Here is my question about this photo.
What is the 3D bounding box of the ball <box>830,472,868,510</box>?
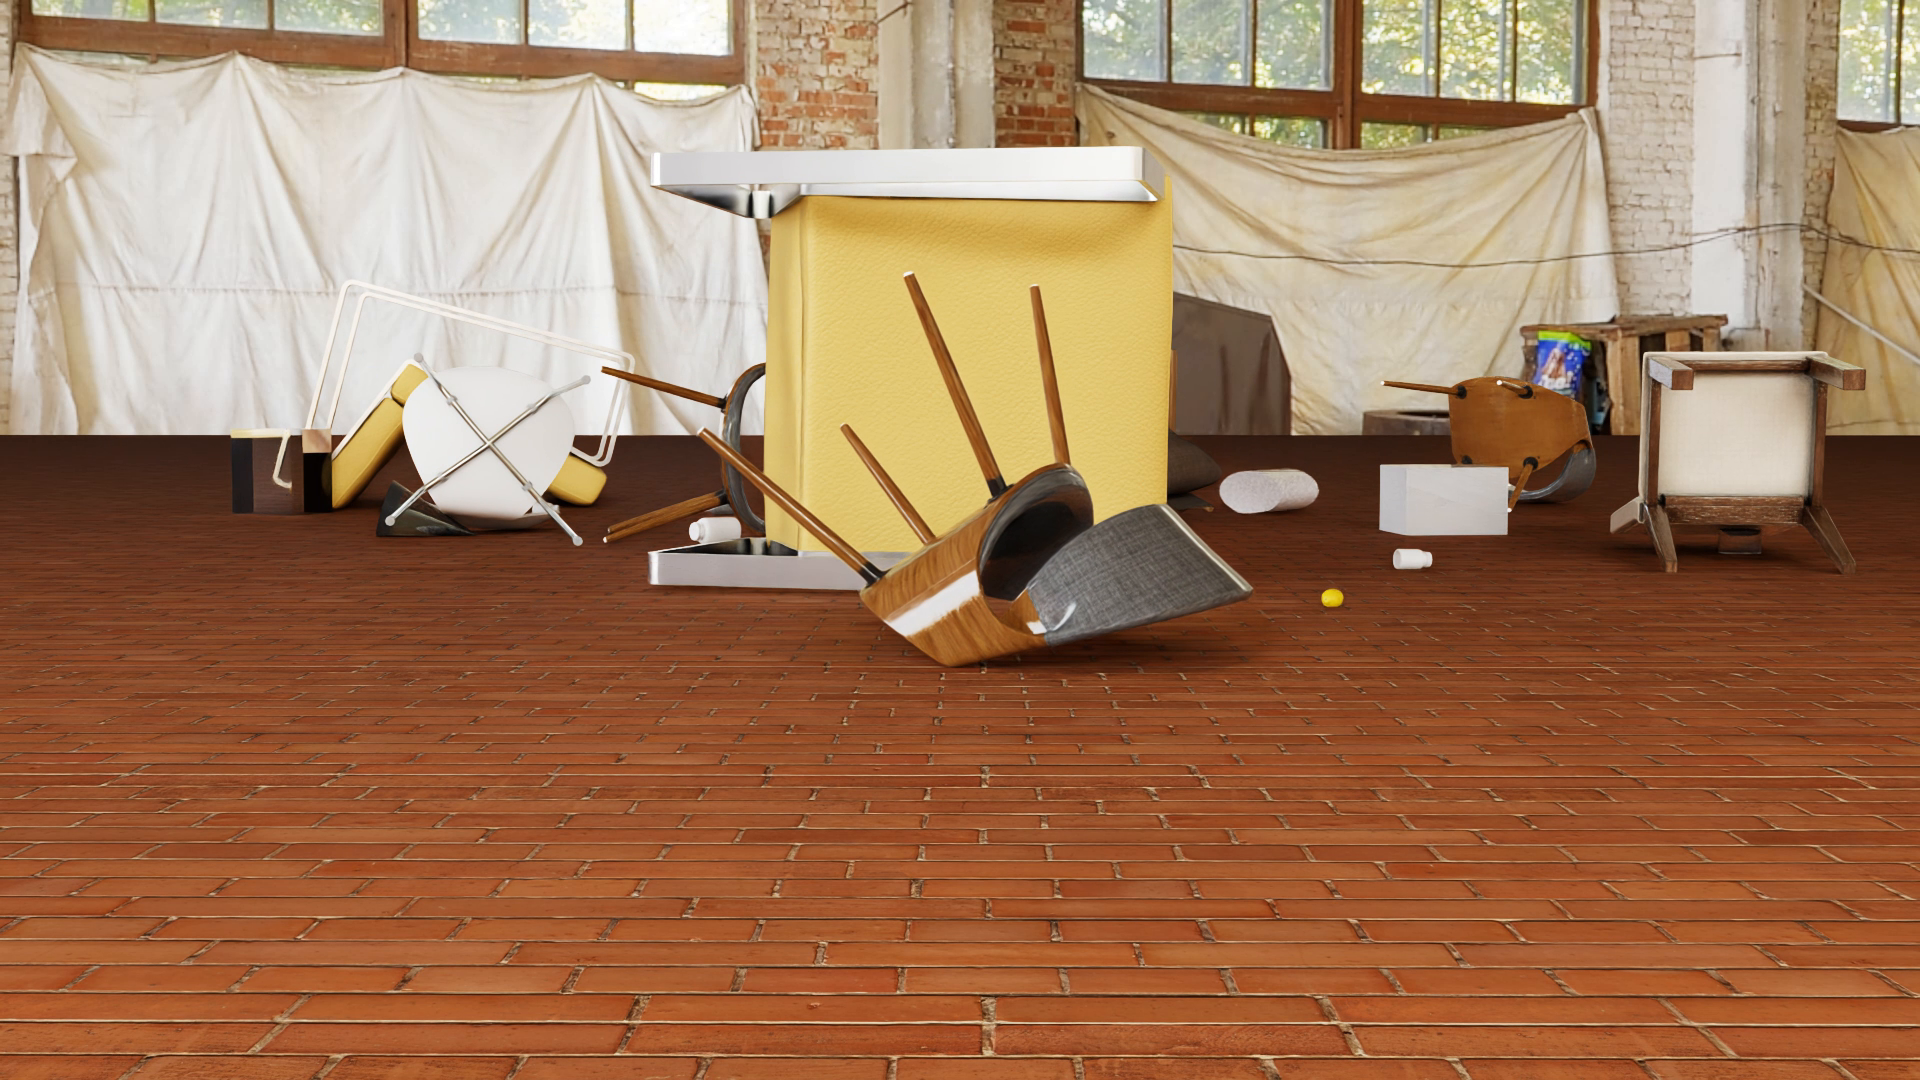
[{"bbox_3d":[-0.414,-0.183,8.218,0.137,0.137,0.137,0,4,0],"label":"ball"}]

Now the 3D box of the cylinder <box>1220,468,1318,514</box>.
[{"bbox_3d":[1.136,-0.182,8.073,0.246,0.154,0.331,5,6,32],"label":"cylinder"}]

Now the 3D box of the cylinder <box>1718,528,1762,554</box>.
[{"bbox_3d":[2.136,0.004,6.025,0.113,0.063,0.111,-3,5,-44],"label":"cylinder"}]

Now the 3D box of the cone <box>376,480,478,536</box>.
[{"bbox_3d":[-1.617,-0.056,6.730,0.288,0.180,0.249,17,-1,-10],"label":"cone"}]

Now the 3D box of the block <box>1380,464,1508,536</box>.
[{"bbox_3d":[1.516,-0.128,6.904,0.323,0.207,0.270,0,4,-6],"label":"block"}]

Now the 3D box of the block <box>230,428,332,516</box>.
[{"bbox_3d":[-2.448,-0.249,7.941,0.281,0.305,0.205,2,4,27],"label":"block"}]
